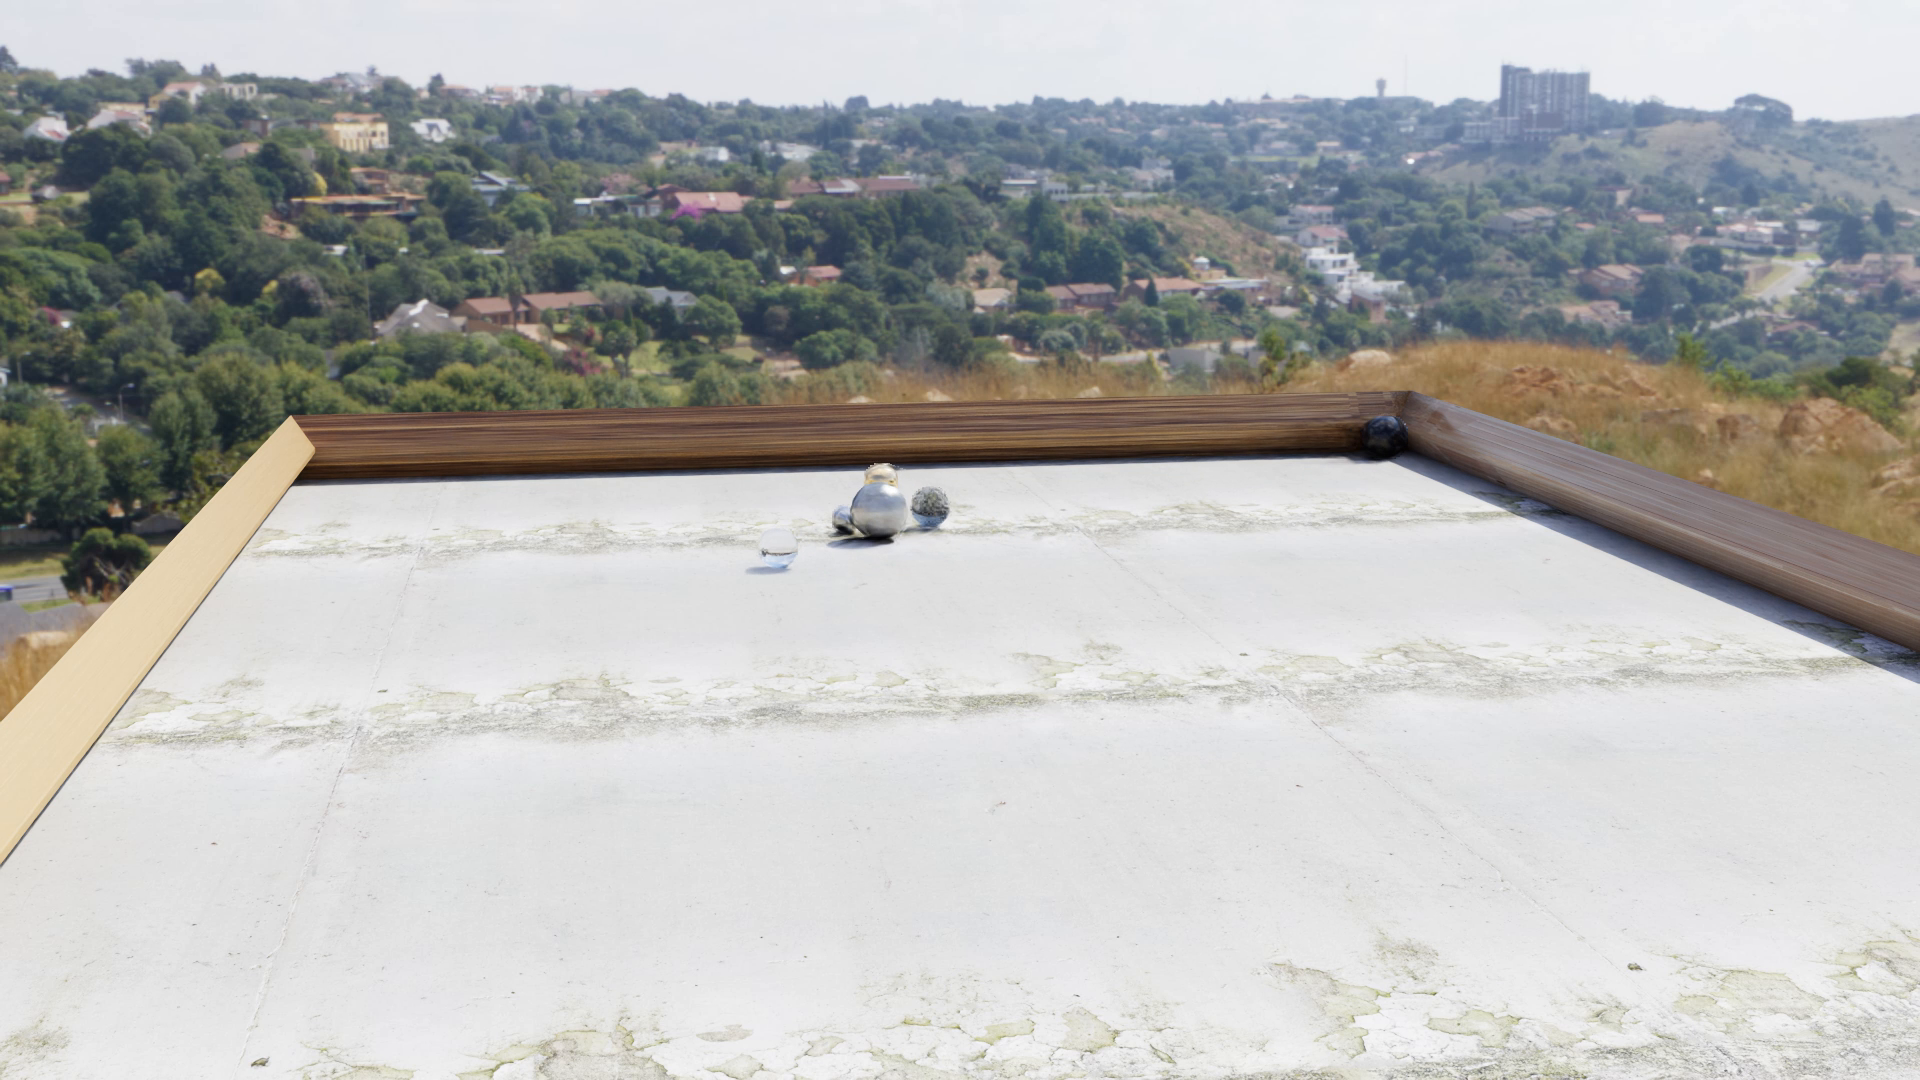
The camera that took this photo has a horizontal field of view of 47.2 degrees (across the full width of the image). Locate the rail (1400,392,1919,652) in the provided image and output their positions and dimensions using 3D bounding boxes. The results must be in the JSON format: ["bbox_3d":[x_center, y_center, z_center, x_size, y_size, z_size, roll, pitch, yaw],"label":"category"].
[{"bbox_3d":[1.159,0.111,2.459,0.045,0.114,3.665,-2,11,-10],"label":"rail"}]

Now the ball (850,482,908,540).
[{"bbox_3d":[-0.123,-0.044,3.340,0.088,0.088,0.088,0,11,0],"label":"ball"}]

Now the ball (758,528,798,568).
[{"bbox_3d":[-0.259,0.012,3.128,0.058,0.058,0.058,0,11,0],"label":"ball"}]

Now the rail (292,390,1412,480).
[{"bbox_3d":[-0.152,-0.193,4.039,2.082,0.114,0.045,-2,11,-10],"label":"rail"}]

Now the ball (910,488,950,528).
[{"bbox_3d":[-0.046,-0.051,3.442,0.061,0.061,0.061,0,11,0],"label":"ball"}]

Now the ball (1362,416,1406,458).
[{"bbox_3d":[0.797,-0.194,4.135,0.082,0.082,0.082,0,11,0],"label":"ball"}]

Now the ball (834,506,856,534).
[{"bbox_3d":[-0.175,-0.032,3.396,0.042,0.042,0.042,0,11,0],"label":"ball"}]

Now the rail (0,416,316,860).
[{"bbox_3d":[-0.846,0.177,2.118,0.045,0.114,3.665,-2,11,-10],"label":"rail"}]

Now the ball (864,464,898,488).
[{"bbox_3d":[-0.132,-0.099,3.704,0.057,0.057,0.057,0,11,0],"label":"ball"}]
